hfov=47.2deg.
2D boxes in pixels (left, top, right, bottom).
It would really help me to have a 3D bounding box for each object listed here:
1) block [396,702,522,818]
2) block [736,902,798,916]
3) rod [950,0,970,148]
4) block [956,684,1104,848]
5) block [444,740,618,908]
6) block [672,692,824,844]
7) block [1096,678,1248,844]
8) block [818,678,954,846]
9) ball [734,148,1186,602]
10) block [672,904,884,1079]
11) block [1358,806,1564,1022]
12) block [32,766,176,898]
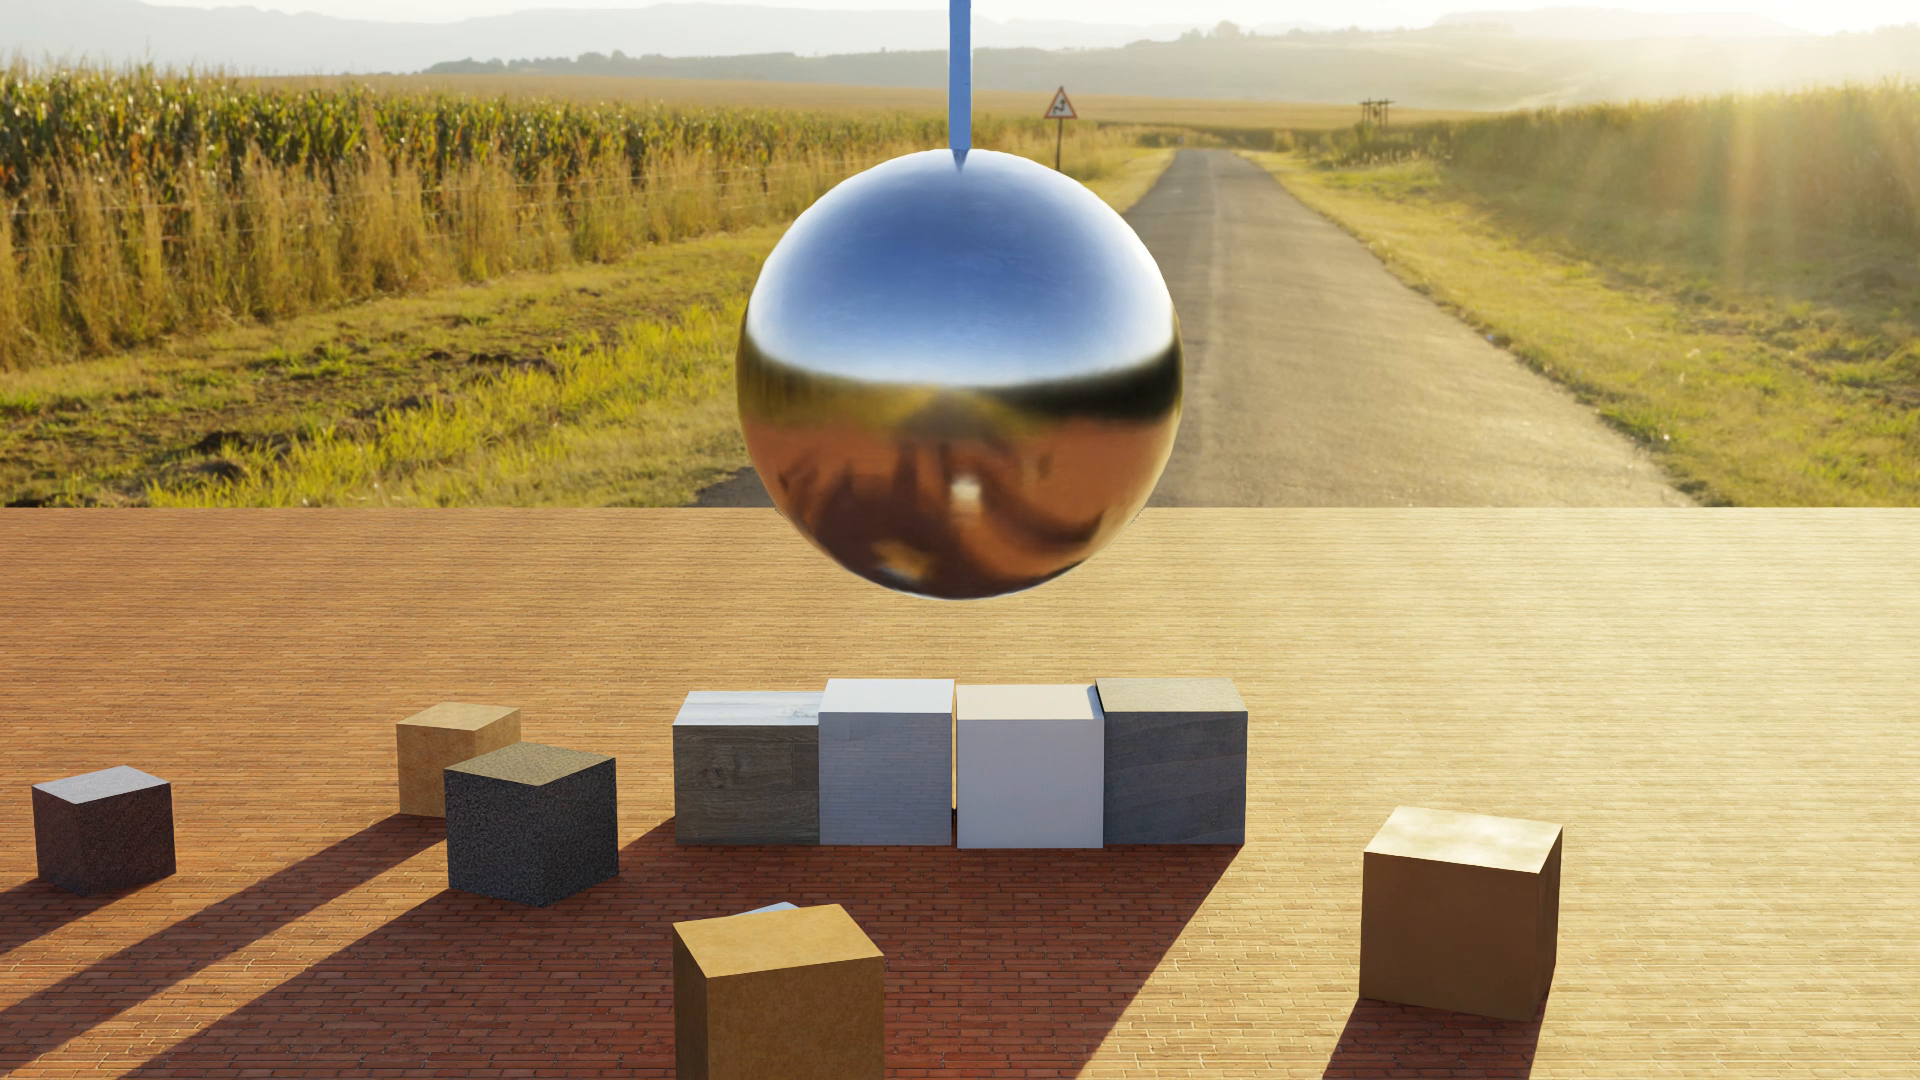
[{"bbox_3d":[-2.665,1.175,11.735,0.467,0.489,0.478,3,11,17],"label":"block"},{"bbox_3d":[-0.739,1.750,8.853,0.432,0.390,0.468,-9,13,-39],"label":"block"},{"bbox_3d":[0.000,-3.739,9.096,0.080,5.200,0.080,0,-22,0],"label":"rod"},{"bbox_3d":[0.349,1.157,11.333,0.731,0.669,0.702,0,10,-1],"label":"block"},{"bbox_3d":[-2.043,1.348,10.508,0.581,0.588,0.558,6,12,29],"label":"block"},{"bbox_3d":[-1.073,1.171,11.386,0.726,0.623,0.683,0,10,0],"label":"block"},{"bbox_3d":[1.080,1.134,11.395,0.717,0.692,0.694,0,10,0],"label":"block"},{"bbox_3d":[-0.370,1.138,11.379,0.665,0.690,0.690,0,10,1],"label":"block"},{"bbox_3d":[0.000,-0.583,7.834,1.600,1.600,1.600,0,10,0],"label":"ball"},{"bbox_3d":[-0.672,1.767,8.079,0.646,0.633,0.576,-4,11,-19],"label":"block"},{"bbox_3d":[2.113,1.554,9.254,0.704,0.631,0.690,4,11,22],"label":"block"},{"bbox_3d":[-4.126,1.397,10.604,0.445,0.457,0.475,9,14,41],"label":"block"}]
